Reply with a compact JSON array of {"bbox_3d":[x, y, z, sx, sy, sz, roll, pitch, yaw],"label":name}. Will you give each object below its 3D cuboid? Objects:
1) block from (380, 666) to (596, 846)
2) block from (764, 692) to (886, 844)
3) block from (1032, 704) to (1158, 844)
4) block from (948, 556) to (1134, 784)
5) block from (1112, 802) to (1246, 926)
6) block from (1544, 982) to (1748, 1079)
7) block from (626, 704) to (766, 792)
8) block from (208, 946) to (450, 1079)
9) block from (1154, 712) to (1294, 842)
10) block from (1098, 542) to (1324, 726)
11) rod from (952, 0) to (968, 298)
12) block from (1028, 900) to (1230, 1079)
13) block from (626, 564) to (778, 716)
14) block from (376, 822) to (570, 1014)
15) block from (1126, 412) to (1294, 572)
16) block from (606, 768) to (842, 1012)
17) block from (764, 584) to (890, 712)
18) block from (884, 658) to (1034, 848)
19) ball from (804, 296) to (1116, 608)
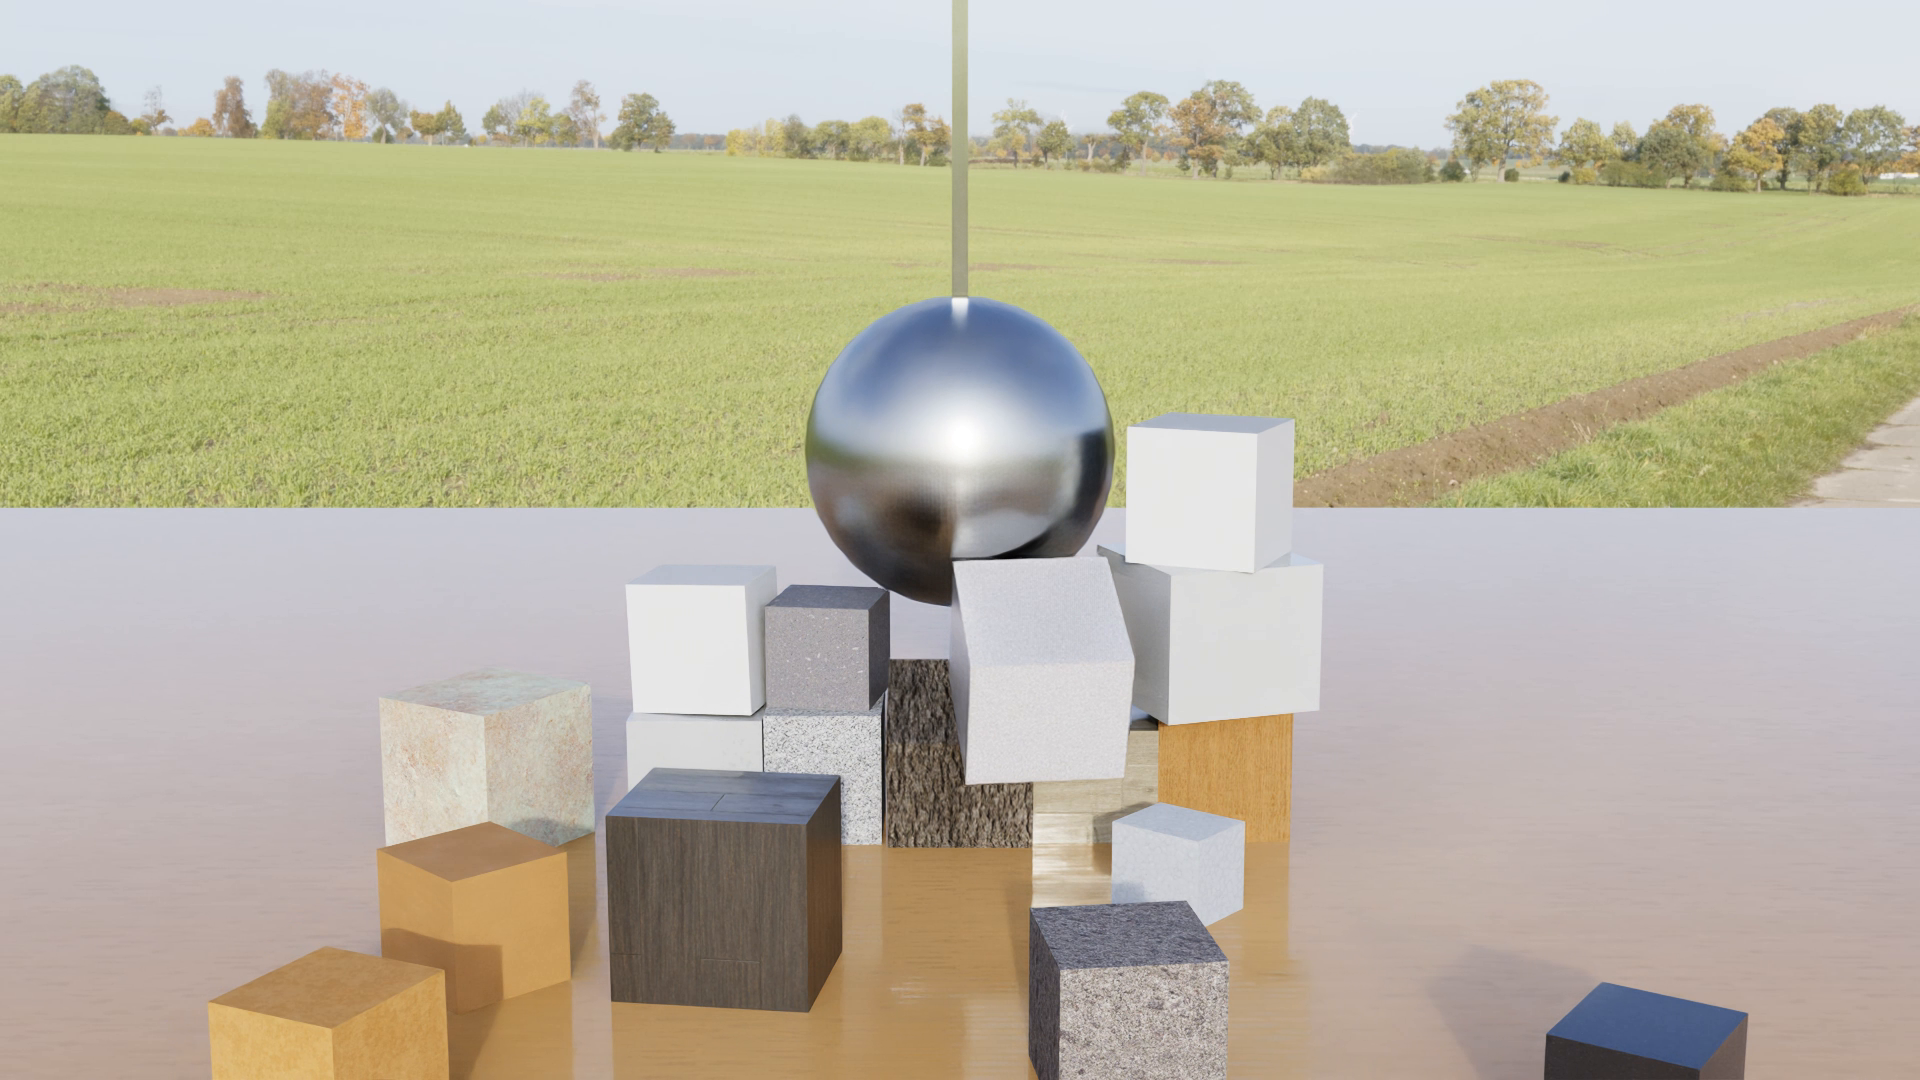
[{"bbox_3d":[-2.380,1.139,11.113,0.704,0.782,0.768,6,12,31],"label":"block"},{"bbox_3d":[-0.689,1.148,11.382,0.587,0.669,0.685,0,10,0],"label":"block"},{"bbox_3d":[0.683,1.187,11.399,0.628,0.586,0.654,0,10,0],"label":"block"},{"bbox_3d":[0.373,0.619,10.595,0.758,0.702,0.842,-2,35,-6],"label":"block"},{"bbox_3d":[1.006,1.500,10.146,0.470,0.419,0.390,8,13,39],"label":"block"},{"bbox_3d":[2.375,1.915,7.631,0.518,0.502,0.577,7,12,34],"label":"block"},{"bbox_3d":[-1.328,1.158,11.389,0.676,0.646,0.727,0,10,0],"label":"block"},{"bbox_3d":[-2.226,1.850,7.801,0.548,0.569,0.593,5,11,25],"label":"block"},{"bbox_3d":[1.334,1.130,11.401,0.675,0.698,0.642,0,10,0],"label":"block"},{"bbox_3d":[1.252,0.436,11.183,0.832,0.744,0.880,-4,11,-20],"label":"block"},{"bbox_3d":[0.000,-3.774,10.585,0.080,5.200,0.080,0,12,0],"label":"rod"},{"bbox_3d":[0.617,1.757,8.219,0.616,0.601,0.651,-1,10,-8],"label":"block"},{"bbox_3d":[-1.304,0.503,11.272,0.625,0.661,0.525,0,11,13],"label":"block"},{"bbox_3d":[-2.053,1.582,9.292,0.552,0.564,0.590,-10,14,-43],"label":"block"},{"bbox_3d":[1.254,-0.251,10.993,0.660,0.676,0.645,5,11,24],"label":"block"},{"bbox_3d":[-0.979,1.461,9.295,0.833,0.799,0.708,1,10,8],"label":"block"},{"bbox_3d":[-0.675,0.548,11.346,0.531,0.523,0.566,2,10,9],"label":"block"},{"bbox_3d":[0.001,1.078,11.145,0.726,0.675,0.677,0,34,0],"label":"block"},{"bbox_3d":[0.000,-0.452,11.307,1.600,1.600,1.600,0,10,0],"label":"ball"}]
